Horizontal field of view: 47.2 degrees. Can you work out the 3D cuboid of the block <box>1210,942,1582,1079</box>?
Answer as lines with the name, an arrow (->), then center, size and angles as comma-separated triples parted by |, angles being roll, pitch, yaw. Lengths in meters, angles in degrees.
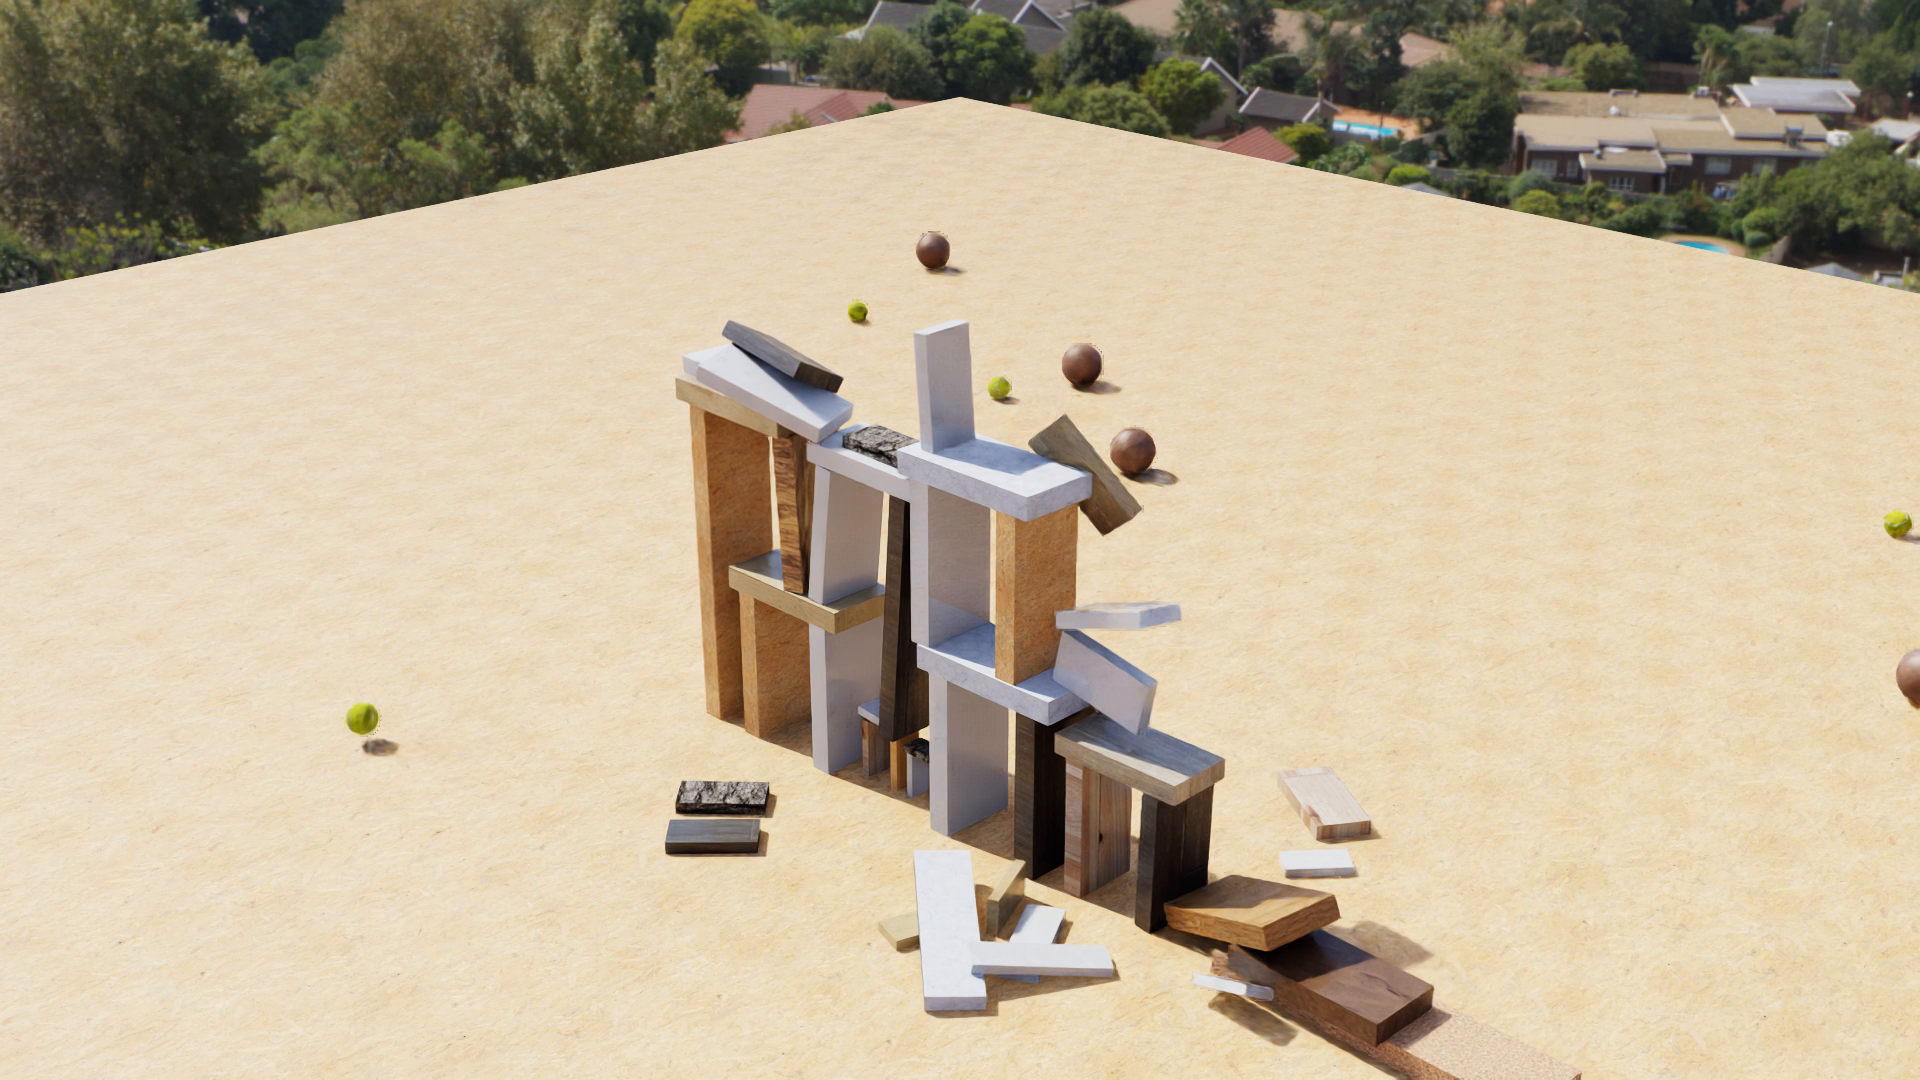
block -> 0.733, 0.821, 3.767 | 0.160, 0.045, 0.648 | -21, 31, -40

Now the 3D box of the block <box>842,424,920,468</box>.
block -> -0.135, -0.180, 4.289 | 0.090, 0.026, 0.181 | -21, 32, -40

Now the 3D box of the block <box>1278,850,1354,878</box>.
block -> 0.690, 0.626, 4.260 | 0.133, 0.019, 0.067 | -1, 23, -3

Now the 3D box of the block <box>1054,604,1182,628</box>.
block -> 0.285, 0.137, 3.983 | 0.107, 0.030, 0.214 | -9, 5, -41

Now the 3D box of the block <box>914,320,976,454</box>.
block -> -0.028, -0.290, 4.139 | 0.032, 0.229, 0.114 | 16, 27, 43

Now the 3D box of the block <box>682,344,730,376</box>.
block -> -0.452, -0.350, 4.563 | 0.126, 0.036, 0.251 | -19, 29, -37

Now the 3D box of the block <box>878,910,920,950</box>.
block -> -0.067, 0.711, 4.057 | 0.149, 0.021, 0.075 | -12, 26, -26

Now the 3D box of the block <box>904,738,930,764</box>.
block -> -0.063, 0.432, 4.471 | 0.099, 0.014, 0.050 | 21, 31, 41

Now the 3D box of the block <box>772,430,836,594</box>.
block -> -0.308, -0.080, 4.531 | 0.048, 0.341, 0.171 | 10, 25, 29

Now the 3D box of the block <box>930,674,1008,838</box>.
block -> 0.019, 0.400, 4.374 | 0.049, 0.347, 0.174 | 21, 31, 41

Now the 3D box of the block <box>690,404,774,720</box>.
block -> -0.485, 0.031, 4.761 | 0.048, 0.723, 0.171 | 21, 31, 41

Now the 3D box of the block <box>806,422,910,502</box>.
block -> -0.143, -0.154, 4.315 | 0.151, 0.043, 0.302 | -21, 32, -40

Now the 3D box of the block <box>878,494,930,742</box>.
block -> -0.082, 0.139, 4.374 | 0.151, 0.538, 0.043 | -21, 35, -40

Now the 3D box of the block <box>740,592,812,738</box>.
block -> -0.391, 0.246, 4.753 | 0.047, 0.335, 0.167 | 21, 31, 41

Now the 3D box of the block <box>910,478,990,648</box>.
block -> -0.017, 0.023, 4.256 | 0.048, 0.340, 0.170 | 21, 31, 41

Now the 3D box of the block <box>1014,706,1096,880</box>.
block -> 0.183, 0.464, 4.223 | 0.049, 0.347, 0.174 | 21, 31, 41

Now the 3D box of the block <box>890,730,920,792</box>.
block -> -0.114, 0.448, 4.539 | 0.064, 0.129, 0.018 | -21, 31, -40

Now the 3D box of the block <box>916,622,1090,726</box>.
block -> 0.101, 0.249, 4.221 | 0.347, 0.049, 0.174 | 21, 31, 41

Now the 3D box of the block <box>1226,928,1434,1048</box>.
block -> 0.638, 0.756, 3.805 | 0.160, 0.045, 0.320 | -20, 30, -39

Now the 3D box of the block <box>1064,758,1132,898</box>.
block -> 0.263, 0.521, 4.165 | 0.144, 0.287, 0.041 | -21, 31, -41

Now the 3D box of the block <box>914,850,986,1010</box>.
block -> -0.022, 0.705, 4.011 | 0.107, 0.030, 0.432 | 0, 28, -4

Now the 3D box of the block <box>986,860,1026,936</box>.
block -> 0.087, 0.665, 4.097 | 0.021, 0.075, 0.149 | 10, 25, 19

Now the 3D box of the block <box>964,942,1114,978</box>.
block -> 0.141, 0.747, 3.918 | 0.260, 0.019, 0.067 | 4, 27, -13

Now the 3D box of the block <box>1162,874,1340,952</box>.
block -> 0.519, 0.665, 3.938 | 0.160, 0.045, 0.320 | -18, 7, -26

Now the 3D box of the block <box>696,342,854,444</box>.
block -> -0.370, -0.296, 4.392 | 0.295, 0.036, 0.126 | 28, 38, 18

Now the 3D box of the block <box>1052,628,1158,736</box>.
block -> 0.265, 0.257, 4.031 | 0.030, 0.107, 0.214 | -19, 40, -41

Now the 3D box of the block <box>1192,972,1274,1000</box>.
block -> 0.473, 0.774, 3.813 | 0.067, 0.019, 0.133 | 15, -9, -34

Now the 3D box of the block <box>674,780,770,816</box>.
block -> -0.484, 0.526, 4.489 | 0.181, 0.026, 0.090 | 1, 23, 2

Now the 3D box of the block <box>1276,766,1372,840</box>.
block -> 0.737, 0.532, 4.465 | 0.114, 0.032, 0.229 | -5, 23, -11

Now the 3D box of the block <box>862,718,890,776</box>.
block -> -0.174, 0.425, 4.595 | 0.064, 0.129, 0.018 | -21, 31, -40

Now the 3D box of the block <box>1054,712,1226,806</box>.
block -> 0.328, 0.396, 4.039 | 0.287, 0.041, 0.144 | 21, 31, 40

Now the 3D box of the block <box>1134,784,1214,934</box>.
block -> 0.394, 0.571, 4.047 | 0.144, 0.287, 0.041 | -17, 30, -35

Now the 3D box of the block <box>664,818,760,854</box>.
block -> -0.488, 0.586, 4.348 | 0.181, 0.026, 0.090 | 0, 23, -1

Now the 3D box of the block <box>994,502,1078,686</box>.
block -> 0.143, 0.085, 4.108 | 0.048, 0.340, 0.170 | 21, 31, 41

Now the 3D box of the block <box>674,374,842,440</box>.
block -> -0.417, -0.293, 4.536 | 0.171, 0.048, 0.341 | -20, 30, -39

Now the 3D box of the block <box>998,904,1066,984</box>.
block -> 0.132, 0.733, 4.005 | 0.075, 0.021, 0.218 | 6, 24, 14

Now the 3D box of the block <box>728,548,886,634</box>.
block -> -0.312, 0.101, 4.606 | 0.167, 0.047, 0.335 | -21, 31, -41

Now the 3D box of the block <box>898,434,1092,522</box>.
block -> 0.062, -0.125, 4.107 | 0.170, 0.048, 0.340 | -21, 31, -40

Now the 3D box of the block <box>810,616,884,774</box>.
block -> -0.233, 0.307, 4.608 | 0.167, 0.335, 0.047 | -21, 31, -40

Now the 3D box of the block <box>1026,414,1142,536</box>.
block -> 0.231, -0.120, 4.098 | 0.032, 0.229, 0.114 | -41, 3, -30

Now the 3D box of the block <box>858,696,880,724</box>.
block -> -0.143, 0.365, 4.537 | 0.064, 0.018, 0.129 | -21, 36, -40

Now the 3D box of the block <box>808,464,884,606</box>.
block -> -0.228, -0.029, 4.460 | 0.151, 0.302, 0.043 | -21, 37, -40

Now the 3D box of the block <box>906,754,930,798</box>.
block -> -0.086, 0.475, 4.515 | 0.014, 0.099, 0.050 | 21, 31, 41

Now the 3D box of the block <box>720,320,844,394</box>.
block -> -0.360, -0.372, 4.450 | 0.251, 0.036, 0.126 | 32, 9, 41
